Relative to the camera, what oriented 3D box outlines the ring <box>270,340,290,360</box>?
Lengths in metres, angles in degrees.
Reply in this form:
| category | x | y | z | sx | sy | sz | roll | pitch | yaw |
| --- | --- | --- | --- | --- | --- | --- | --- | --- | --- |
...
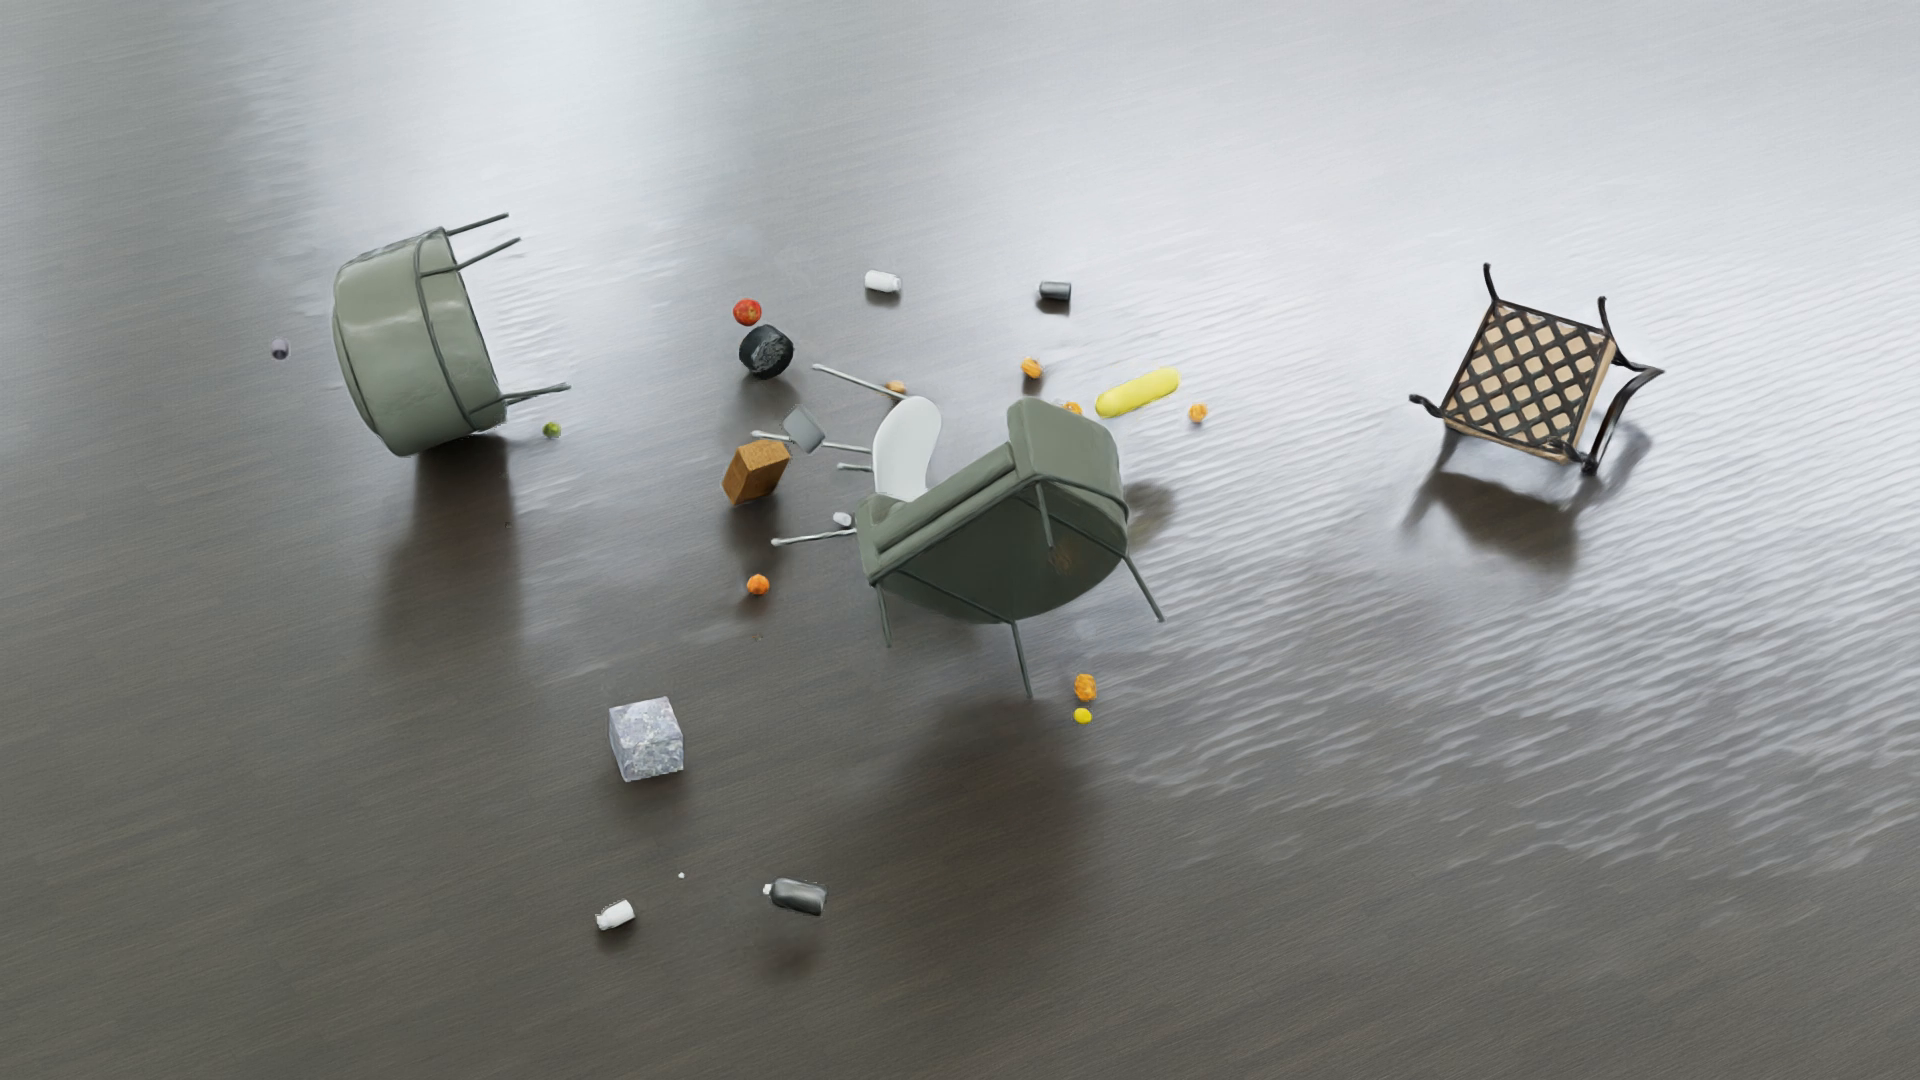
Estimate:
| category | x | y | z | sx | sy | sz | roll | pitch | yaw |
| --- | --- | --- | --- | --- | --- | --- | --- | --- | --- |
| ring | -2.570 | -0.721 | 11.078 | 0.069 | 0.088 | 0.050 | -2 | 59 | -8 |

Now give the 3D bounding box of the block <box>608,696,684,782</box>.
| category | x | y | z | sx | sy | sz | roll | pitch | yaw |
| --- | --- | --- | --- | --- | --- | --- | --- | --- | --- |
| block | -1.045 | 0.663 | 9.762 | 0.200 | 0.162 | 0.193 | -11 | 45 | -17 |

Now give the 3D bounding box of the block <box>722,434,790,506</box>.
| category | x | y | z | sx | sy | sz | roll | pitch | yaw |
| --- | --- | --- | --- | --- | --- | --- | --- | --- | --- |
| block | -0.772 | -0.262 | 11.065 | 0.175 | 0.284 | 0.104 | -20 | 71 | -27 |

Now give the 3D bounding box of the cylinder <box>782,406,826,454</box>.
| category | x | y | z | sx | sy | sz | roll | pitch | yaw |
| --- | --- | --- | --- | --- | --- | --- | --- | --- | --- |
| cylinder | -0.553 | -0.390 | 10.384 | 0.086 | 0.070 | 0.164 | -45 | 65 | 8 |

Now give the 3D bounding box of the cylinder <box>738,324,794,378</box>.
| category | x | y | z | sx | sy | sz | roll | pitch | yaw |
| --- | --- | --- | --- | --- | --- | --- | --- | --- | --- |
| cylinder | -0.789 | -0.768 | 11.948 | 0.200 | 0.168 | 0.123 | -45 | 46 | -6 |

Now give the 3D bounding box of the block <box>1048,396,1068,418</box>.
| category | x | y | z | sx | sy | sz | roll | pitch | yaw |
| --- | --- | --- | --- | --- | --- | --- | --- | --- | --- |
| block | 0.390 | -0.528 | 11.673 | 0.059 | 0.059 | 0.037 | 37 | 41 | 3 |

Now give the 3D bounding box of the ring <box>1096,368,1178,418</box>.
| category | x | y | z | sx | sy | sz | roll | pitch | yaw |
| --- | --- | --- | --- | --- | --- | --- | --- | --- | --- |
| ring | 0.685 | -0.568 | 11.325 | 0.405 | 0.105 | 0.235 | -24 | 3 | -33 |

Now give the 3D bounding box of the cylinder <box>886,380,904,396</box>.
| category | x | y | z | sx | sy | sz | roll | pitch | yaw |
| --- | --- | --- | --- | --- | --- | --- | --- | --- | --- |
| cylinder | -0.261 | -0.614 | 11.828 | 0.055 | 0.051 | 0.086 | -10 | 24 | -15 |
